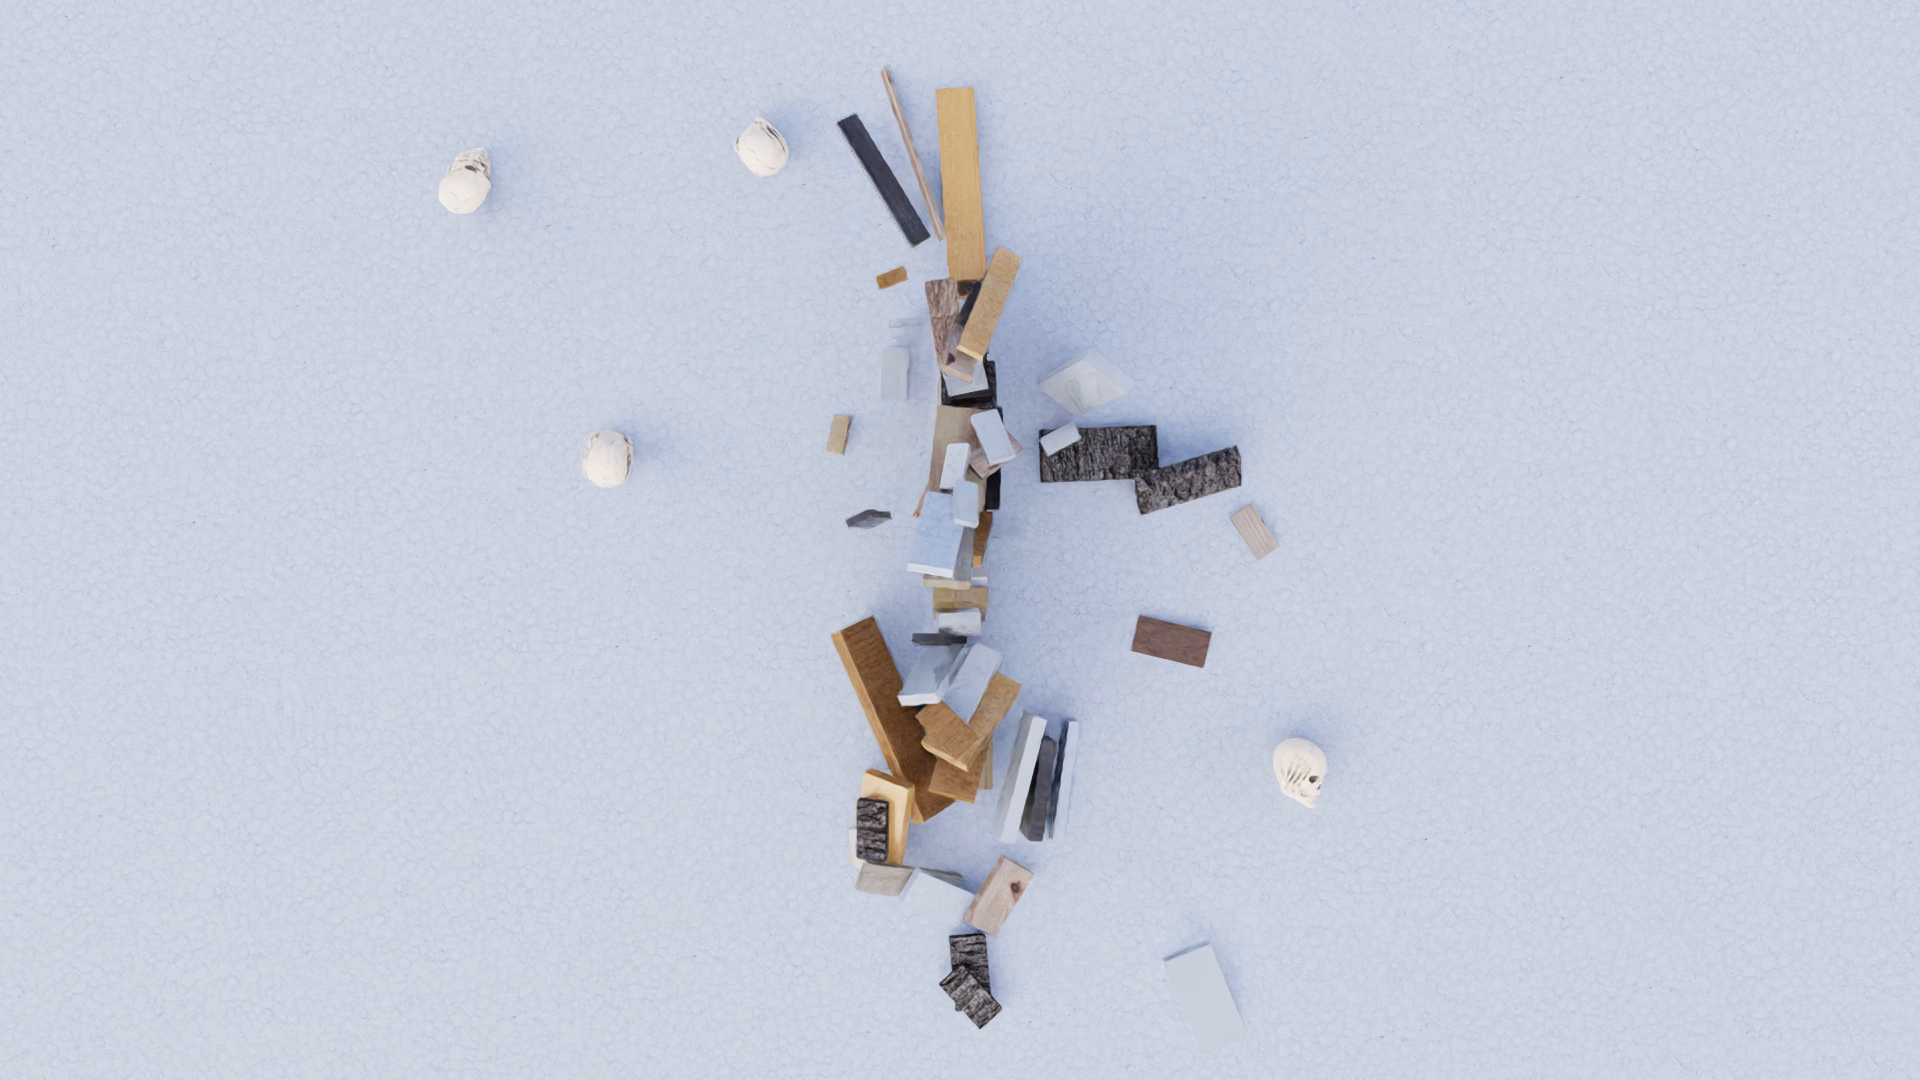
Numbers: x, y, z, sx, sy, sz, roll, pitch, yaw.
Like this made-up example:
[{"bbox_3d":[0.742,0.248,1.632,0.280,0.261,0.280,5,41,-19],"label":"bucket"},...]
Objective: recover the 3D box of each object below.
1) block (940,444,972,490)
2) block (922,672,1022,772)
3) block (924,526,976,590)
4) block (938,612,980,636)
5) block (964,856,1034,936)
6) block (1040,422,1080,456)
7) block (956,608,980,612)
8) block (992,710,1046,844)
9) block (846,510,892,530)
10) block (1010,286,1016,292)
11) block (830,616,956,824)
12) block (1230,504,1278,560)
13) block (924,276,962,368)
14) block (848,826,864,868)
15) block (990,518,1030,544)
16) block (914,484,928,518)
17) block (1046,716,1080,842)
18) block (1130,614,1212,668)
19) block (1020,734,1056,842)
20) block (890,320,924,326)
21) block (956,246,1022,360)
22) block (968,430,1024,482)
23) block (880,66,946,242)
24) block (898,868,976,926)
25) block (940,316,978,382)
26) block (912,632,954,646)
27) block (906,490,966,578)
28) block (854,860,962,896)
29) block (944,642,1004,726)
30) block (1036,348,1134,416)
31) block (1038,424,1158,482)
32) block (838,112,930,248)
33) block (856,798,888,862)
[{"bbox_3d":[-0.013,-0.222,5.023,0.073,0.021,0.146,1,69,29],"label":"block"},{"bbox_3d":[0.039,0.564,5.287,0.167,0.047,0.335,26,62,19],"label":"block"},{"bbox_3d":[-0.029,0.022,4.927,0.138,0.039,0.275,4,52,3],"label":"block"},{"bbox_3d":[0.000,0.267,5.224,0.131,0.263,0.037,-1,79,1],"label":"block"},{"bbox_3d":[0.128,1.179,5.464,0.122,0.035,0.244,32,90,-19],"label":"block"},{"bbox_3d":[0.330,-0.335,5.442,0.124,0.018,0.062,-28,90,0],"label":"block"},{"bbox_3d":[0.022,0.255,5.324,0.068,0.354,0.019,1,80,-1],"label":"block"},{"bbox_3d":[0.194,0.776,5.416,0.047,0.164,0.417,15,90,-9],"label":"block"},{"bbox_3d":[-0.292,-0.066,5.316,0.086,0.172,0.024,-25,80,18],"label":"block"},{"bbox_3d":[0.131,-0.836,5.396,0.070,0.140,0.020,16,96,15],"label":"block"},{"bbox_3d":[-0.218,0.589,5.421,0.047,0.167,0.676,-24,90,41],"label":"block"},{"bbox_3d":[0.979,-0.027,5.488,0.085,0.024,0.170,-33,90,0],"label":"block"},{"bbox_3d":[-0.041,-0.691,5.233,0.102,0.029,0.315,-9,64,-2],"label":"block"},{"bbox_3d":[-0.322,1.011,5.412,0.068,0.019,0.137,-4,101,29],"label":"block"},{"bbox_3d":[0.166,-0.031,5.491,0.124,0.018,0.062,13,90,0],"label":"block"},{"bbox_3d":[-0.065,-0.195,5.286,0.073,0.021,0.276,11,74,43],"label":"block"},{"bbox_3d":[0.340,0.786,5.437,0.035,0.123,0.393,8,90,-6],"label":"block"},{"bbox_3d":[0.701,0.337,5.483,0.246,0.035,0.123,13,90,0],"label":"block"},{"bbox_3d":[0.254,0.811,5.415,0.047,0.164,0.328,8,90,-9],"label":"block"},{"bbox_3d":[-0.175,-0.719,5.459,0.099,0.050,0.014,-5,95,-20],"label":"block"},{"bbox_3d":[0.094,-0.746,5.177,0.086,0.024,0.410,26,61,-10],"label":"block"},{"bbox_3d":[0.103,-0.260,5.066,0.170,0.024,0.085,-36,76,-21],"label":"block"},{"bbox_3d":[-0.156,-1.280,5.460,0.014,0.050,0.602,-18,87,-18],"label":"block"},{"bbox_3d":[-0.074,1.173,5.419,0.244,0.035,0.122,29,94,-30],"label":"block"},{"bbox_3d":[0.006,-0.594,5.135,0.102,0.029,0.204,23,54,-15],"label":"block"},{"bbox_3d":[-0.086,0.316,5.259,0.099,0.198,0.028,-1,83,9],"label":"block"},{"bbox_3d":[-0.061,-0.019,4.908,0.138,0.039,0.278,10,53,6],"label":"block"},{"bbox_3d":[-0.166,1.119,5.397,0.356,0.028,0.100,14,102,-27],"label":"block"},{"bbox_3d":[0.030,0.469,5.258,0.099,0.028,0.278,25,78,19],"label":"block"},{"bbox_3d":[0.397,-0.505,5.312,0.174,0.348,0.049,36,70,-14],"label":"block"},{"bbox_3d":[0.460,-0.285,5.475,0.387,0.049,0.174,-2,90,0],"label":"block"},{"bbox_3d":[-0.252,-1.193,5.468,0.070,0.020,0.484,-30,88,-13],"label":"block"},{"bbox_3d":[-0.285,0.941,5.354,0.100,0.028,0.200,5,103,15],"label":"block"}]
